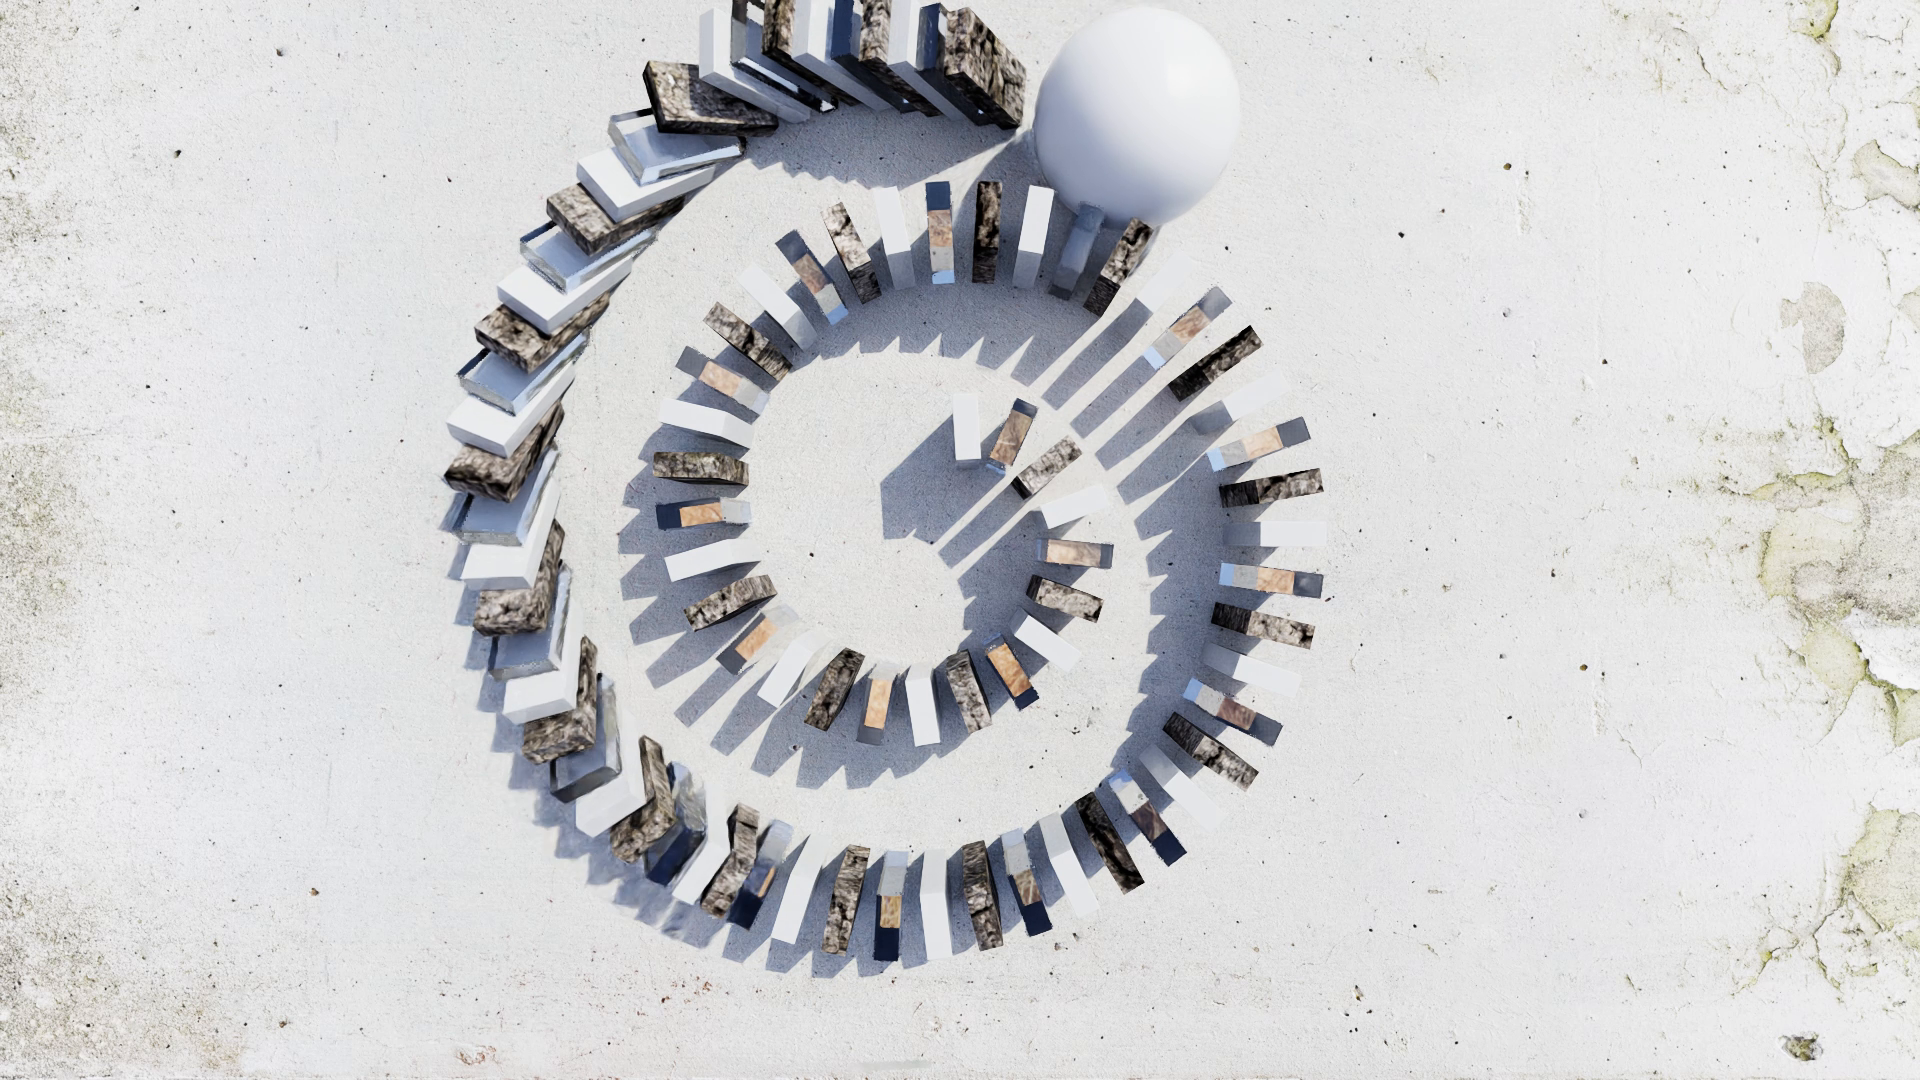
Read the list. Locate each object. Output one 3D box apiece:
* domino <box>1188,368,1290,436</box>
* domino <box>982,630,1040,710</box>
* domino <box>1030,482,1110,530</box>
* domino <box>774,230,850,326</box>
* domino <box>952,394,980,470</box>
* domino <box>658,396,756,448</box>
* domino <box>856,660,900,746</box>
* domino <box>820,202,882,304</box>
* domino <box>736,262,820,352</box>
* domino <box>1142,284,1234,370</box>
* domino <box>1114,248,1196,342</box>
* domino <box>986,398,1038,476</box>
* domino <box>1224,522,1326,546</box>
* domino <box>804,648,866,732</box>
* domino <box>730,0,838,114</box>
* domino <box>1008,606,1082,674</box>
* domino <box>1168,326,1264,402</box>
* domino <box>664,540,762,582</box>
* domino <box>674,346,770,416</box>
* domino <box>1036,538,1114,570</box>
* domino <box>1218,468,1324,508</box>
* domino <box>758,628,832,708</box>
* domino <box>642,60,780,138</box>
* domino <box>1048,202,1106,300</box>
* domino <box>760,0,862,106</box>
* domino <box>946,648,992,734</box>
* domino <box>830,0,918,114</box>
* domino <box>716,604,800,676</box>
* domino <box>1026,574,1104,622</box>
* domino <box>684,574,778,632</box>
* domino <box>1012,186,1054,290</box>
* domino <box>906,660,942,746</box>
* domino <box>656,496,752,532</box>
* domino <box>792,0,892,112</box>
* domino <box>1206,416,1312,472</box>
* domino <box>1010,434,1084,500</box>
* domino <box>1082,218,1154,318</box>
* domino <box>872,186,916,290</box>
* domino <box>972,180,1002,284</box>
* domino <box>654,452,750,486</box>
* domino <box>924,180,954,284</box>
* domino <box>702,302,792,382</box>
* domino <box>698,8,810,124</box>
[{"bbox_3d":[0.113,-0.055,0.375,0.025,0.050,0.010,-29,90,0],"label":"domino"},{"bbox_3d":[0.020,0.052,0.375,0.010,0.050,0.025,-33,90,0],"label":"domino"},{"bbox_3d":[0.044,-0.013,0.375,0.025,0.050,0.009,-21,90,0],"label":"domino"},{"bbox_3d":[-0.060,-0.106,0.375,0.010,0.050,0.025,-37,90,0],"label":"domino"},{"bbox_3d":[0.002,-0.043,0.375,0.009,0.050,0.025,-3,90,0],"label":"domino"},{"bbox_3d":[-0.103,-0.047,0.375,0.025,0.050,0.010,13,90,0],"label":"domino"},{"bbox_3d":[-0.033,0.066,0.375,0.010,0.050,0.025,11,90,0],"label":"domino"},{"bbox_3d":[-0.044,-0.116,0.375,0.009,0.050,0.025,-26,90,0],"label":"domino"},{"bbox_3d":[-0.074,-0.094,0.375,0.025,0.050,0.010,45,90,0],"label":"domino"},{"bbox_3d":[0.092,-0.086,0.375,0.025,0.050,0.010,-41,90,0],"label":"domino"},{"bbox_3d":[0.079,-0.099,0.375,0.009,0.050,0.025,42,90,0],"label":"domino"},{"bbox_3d":[0.021,-0.041,0.375,0.009,0.050,0.025,25,90,0],"label":"domino"},{"bbox_3d":[0.127,-0.002,0.375,0.025,0.050,0.010,0,90,0],"label":"domino"},{"bbox_3d":[-0.050,0.060,0.375,0.009,0.050,0.025,24,90,0],"label":"domino"},{"bbox_3d":[-0.071,-0.199,0.377,0.010,0.050,0.025,2,90,38],"label":"domino"},{"bbox_3d":[0.034,0.040,0.375,0.025,0.050,0.010,35,90,0],"label":"domino"},{"bbox_3d":[0.103,-0.071,0.375,0.025,0.050,0.010,-35,90,0],"label":"domino"},{"bbox_3d":[-0.100,0.008,0.375,0.025,0.050,0.010,-17,90,0],"label":"domino"},{"bbox_3d":[-0.096,-0.064,0.375,0.025,0.050,0.009,28,90,0],"label":"domino"},{"bbox_3d":[0.046,0.005,0.375,0.025,0.050,0.009,6,90,0],"label":"domino"},{"bbox_3d":[0.126,-0.021,0.375,0.025,0.050,0.009,-10,90,0],"label":"domino"},{"bbox_3d":[-0.067,0.051,0.375,0.009,0.050,0.025,33,90,0],"label":"domino"},{"bbox_3d":[-0.103,-0.183,0.381,0.050,0.010,0.025,-16,88,-35],"label":"domino"},{"bbox_3d":[0.047,-0.116,0.374,0.010,0.050,0.025,21,93,0],"label":"domino"},{"bbox_3d":[-0.058,-0.202,0.377,0.010,0.050,0.025,4,90,38],"label":"domino"},{"bbox_3d":[0.004,0.061,0.375,0.010,0.050,0.025,-21,90,0],"label":"domino"},{"bbox_3d":[-0.033,-0.199,0.376,0.010,0.050,0.025,4,90,31],"label":"domino"},{"bbox_3d":[-0.081,0.040,0.375,0.010,0.050,0.025,44,90,0],"label":"domino"},{"bbox_3d":[0.042,0.023,0.375,0.025,0.050,0.010,19,90,0],"label":"domino"},{"bbox_3d":[-0.093,0.025,0.375,0.025,0.050,0.010,-28,90,0],"label":"domino"},{"bbox_3d":[0.029,-0.122,0.375,0.010,0.050,0.025,10,90,0],"label":"domino"},{"bbox_3d":[-0.014,0.066,0.375,0.009,0.050,0.025,-9,90,0],"label":"domino"},{"bbox_3d":[-0.104,-0.010,0.375,0.025,0.050,0.010,-8,90,0],"label":"domino"},{"bbox_3d":[-0.046,-0.200,0.377,0.009,0.050,0.025,4,90,38],"label":"domino"},{"bbox_3d":[0.121,-0.039,0.375,0.025,0.050,0.010,-21,90,0],"label":"domino"},{"bbox_3d":[0.035,-0.029,0.375,0.025,0.050,0.010,-39,90,0],"label":"domino"},{"bbox_3d":[0.064,-0.110,0.375,0.009,0.050,0.025,31,90,0],"label":"domino"},{"bbox_3d":[-0.026,-0.122,0.375,0.010,0.050,0.025,-12,90,0],"label":"domino"},{"bbox_3d":[0.011,-0.125,0.375,0.010,0.050,0.025,3,90,0],"label":"domino"},{"bbox_3d":[-0.105,-0.029,0.375,0.025,0.050,0.009,1,90,0],"label":"domino"},{"bbox_3d":[-0.008,-0.125,0.375,0.010,0.050,0.025,-4,90,0],"label":"domino"},{"bbox_3d":[-0.086,-0.080,0.375,0.025,0.050,0.010,37,90,0],"label":"domino"},{"bbox_3d":[-0.084,-0.194,0.377,0.009,0.050,0.025,0,90,38],"label":"domino"}]
